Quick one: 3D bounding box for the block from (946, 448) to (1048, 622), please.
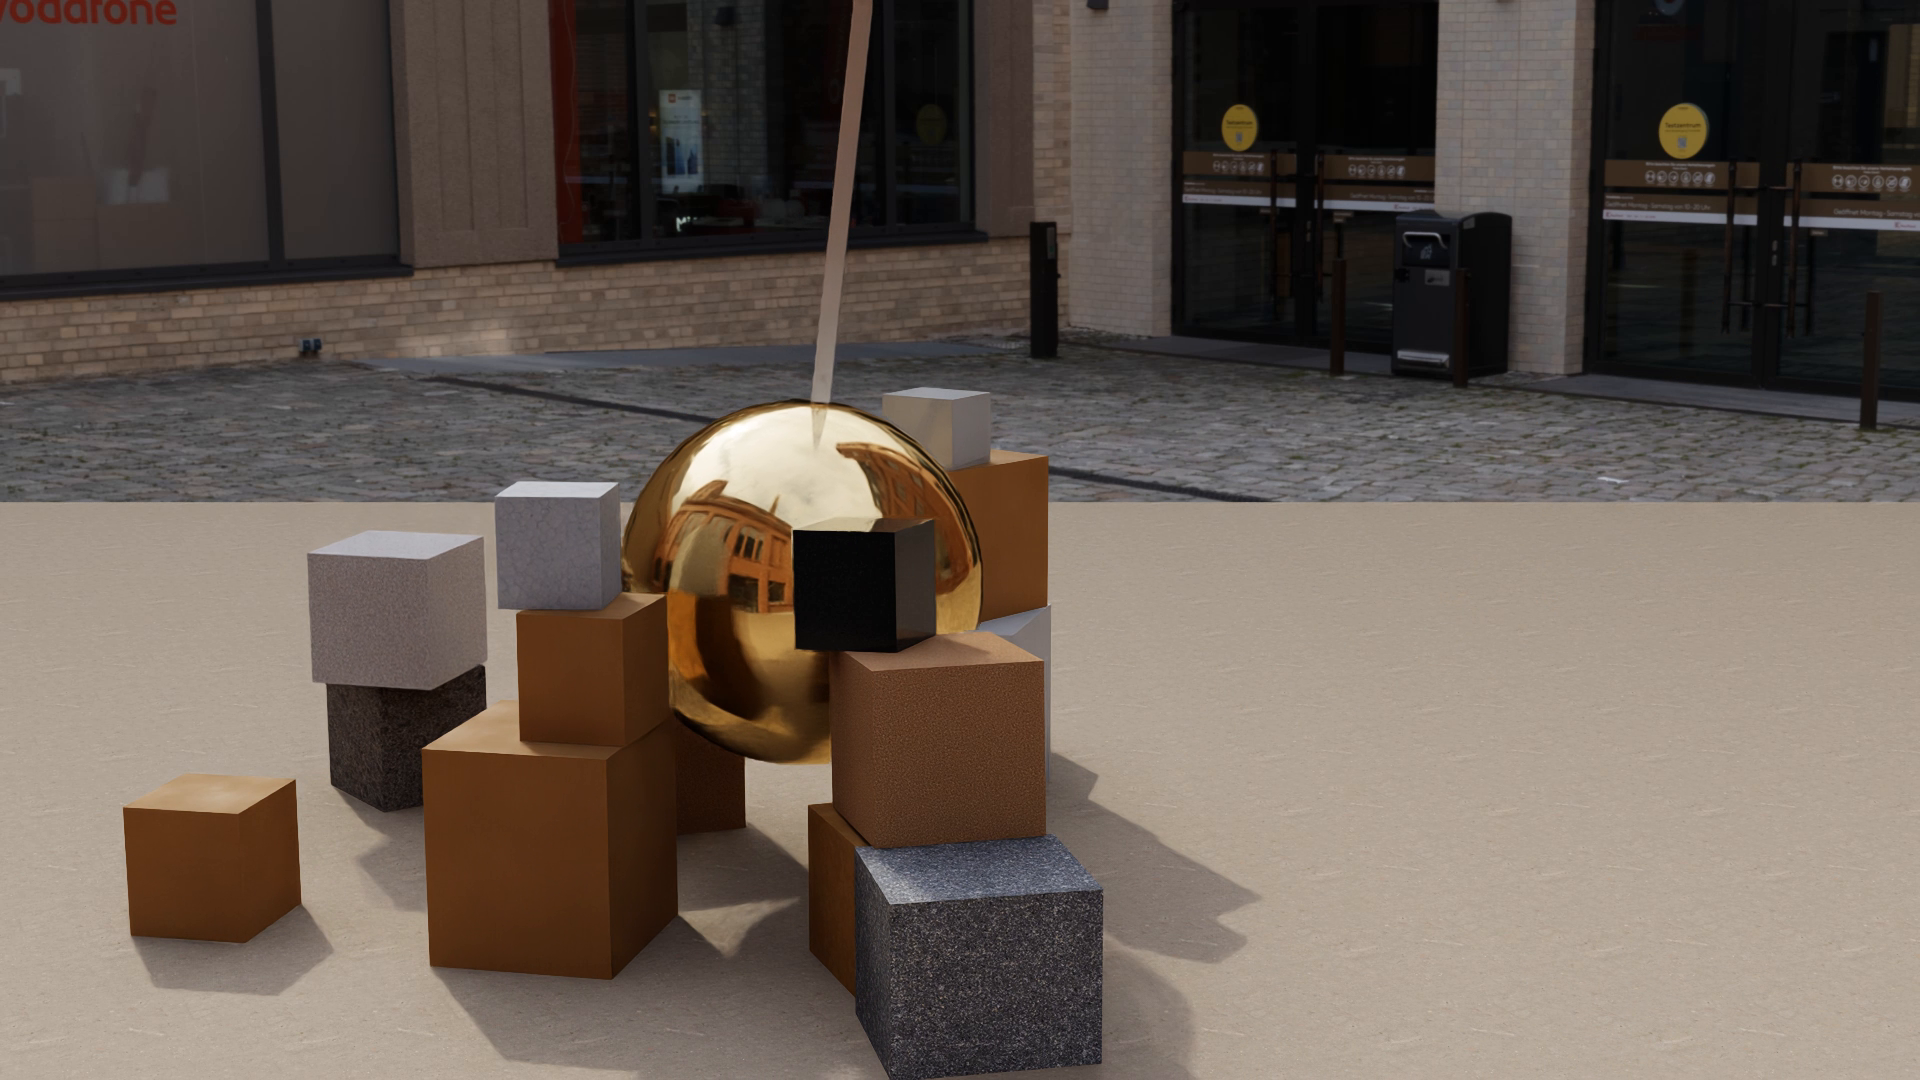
[{"bbox_3d":[-0.079,-0.033,12.602,0.704,0.753,0.754,9,14,40],"label":"block"}]

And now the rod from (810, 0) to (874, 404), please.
[{"bbox_3d":[-0.301,-3.138,10.610,0.080,5.200,0.080,7,10,-1],"label":"rod"}]

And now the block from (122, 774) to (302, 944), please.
[{"bbox_3d":[-3.124,1.324,10.747,0.508,0.549,0.531,2,10,11],"label":"block"}]

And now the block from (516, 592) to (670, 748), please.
[{"bbox_3d":[-1.472,0.510,10.326,0.446,0.515,0.496,3,11,14],"label":"block"}]

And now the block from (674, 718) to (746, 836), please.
[{"bbox_3d":[-1.506,0.888,12.226,0.760,0.879,0.756,-4,11,-22],"label":"block"}]

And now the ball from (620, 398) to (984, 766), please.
[{"bbox_3d":[-0.695,0.185,11.214,1.600,1.600,1.600,0,10,0],"label":"ball"}]

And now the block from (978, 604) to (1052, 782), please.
[{"bbox_3d":[-0.045,0.806,12.612,0.825,0.901,0.767,3,11,15],"label":"block"}]

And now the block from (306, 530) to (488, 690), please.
[{"bbox_3d":[-2.708,0.329,12.395,0.615,0.627,0.638,3,11,14],"label":"block"}]

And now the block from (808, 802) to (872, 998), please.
[{"bbox_3d":[-0.162,1.405,10.131,0.676,0.610,0.750,-4,11,-20],"label":"block"}]

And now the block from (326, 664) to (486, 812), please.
[{"bbox_3d":[-2.737,0.920,12.702,0.562,0.644,0.626,-8,13,-36],"label":"block"}]

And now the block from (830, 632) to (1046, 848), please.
[{"bbox_3d":[-0.098,0.760,9.966,0.664,0.672,0.755,-3,7,-15],"label":"block"}]

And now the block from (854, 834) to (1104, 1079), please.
[{"bbox_3d":[0.057,1.515,9.405,0.771,0.654,0.689,-2,11,-13],"label":"block"}]

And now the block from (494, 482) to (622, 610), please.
[{"bbox_3d":[-1.610,0.021,10.313,0.419,0.454,0.377,1,10,4],"label":"block"}]

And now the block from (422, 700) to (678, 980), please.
[{"bbox_3d":[-1.653,1.201,10.462,0.764,0.893,0.823,2,11,12],"label":"block"}]

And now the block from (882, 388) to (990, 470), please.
[{"bbox_3d":[-0.113,-0.538,12.335,0.398,0.337,0.340,7,12,32],"label":"block"}]

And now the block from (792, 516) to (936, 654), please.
[{"bbox_3d":[-0.372,0.171,10.127,0.421,0.468,0.460,1,7,19],"label":"block"}]
